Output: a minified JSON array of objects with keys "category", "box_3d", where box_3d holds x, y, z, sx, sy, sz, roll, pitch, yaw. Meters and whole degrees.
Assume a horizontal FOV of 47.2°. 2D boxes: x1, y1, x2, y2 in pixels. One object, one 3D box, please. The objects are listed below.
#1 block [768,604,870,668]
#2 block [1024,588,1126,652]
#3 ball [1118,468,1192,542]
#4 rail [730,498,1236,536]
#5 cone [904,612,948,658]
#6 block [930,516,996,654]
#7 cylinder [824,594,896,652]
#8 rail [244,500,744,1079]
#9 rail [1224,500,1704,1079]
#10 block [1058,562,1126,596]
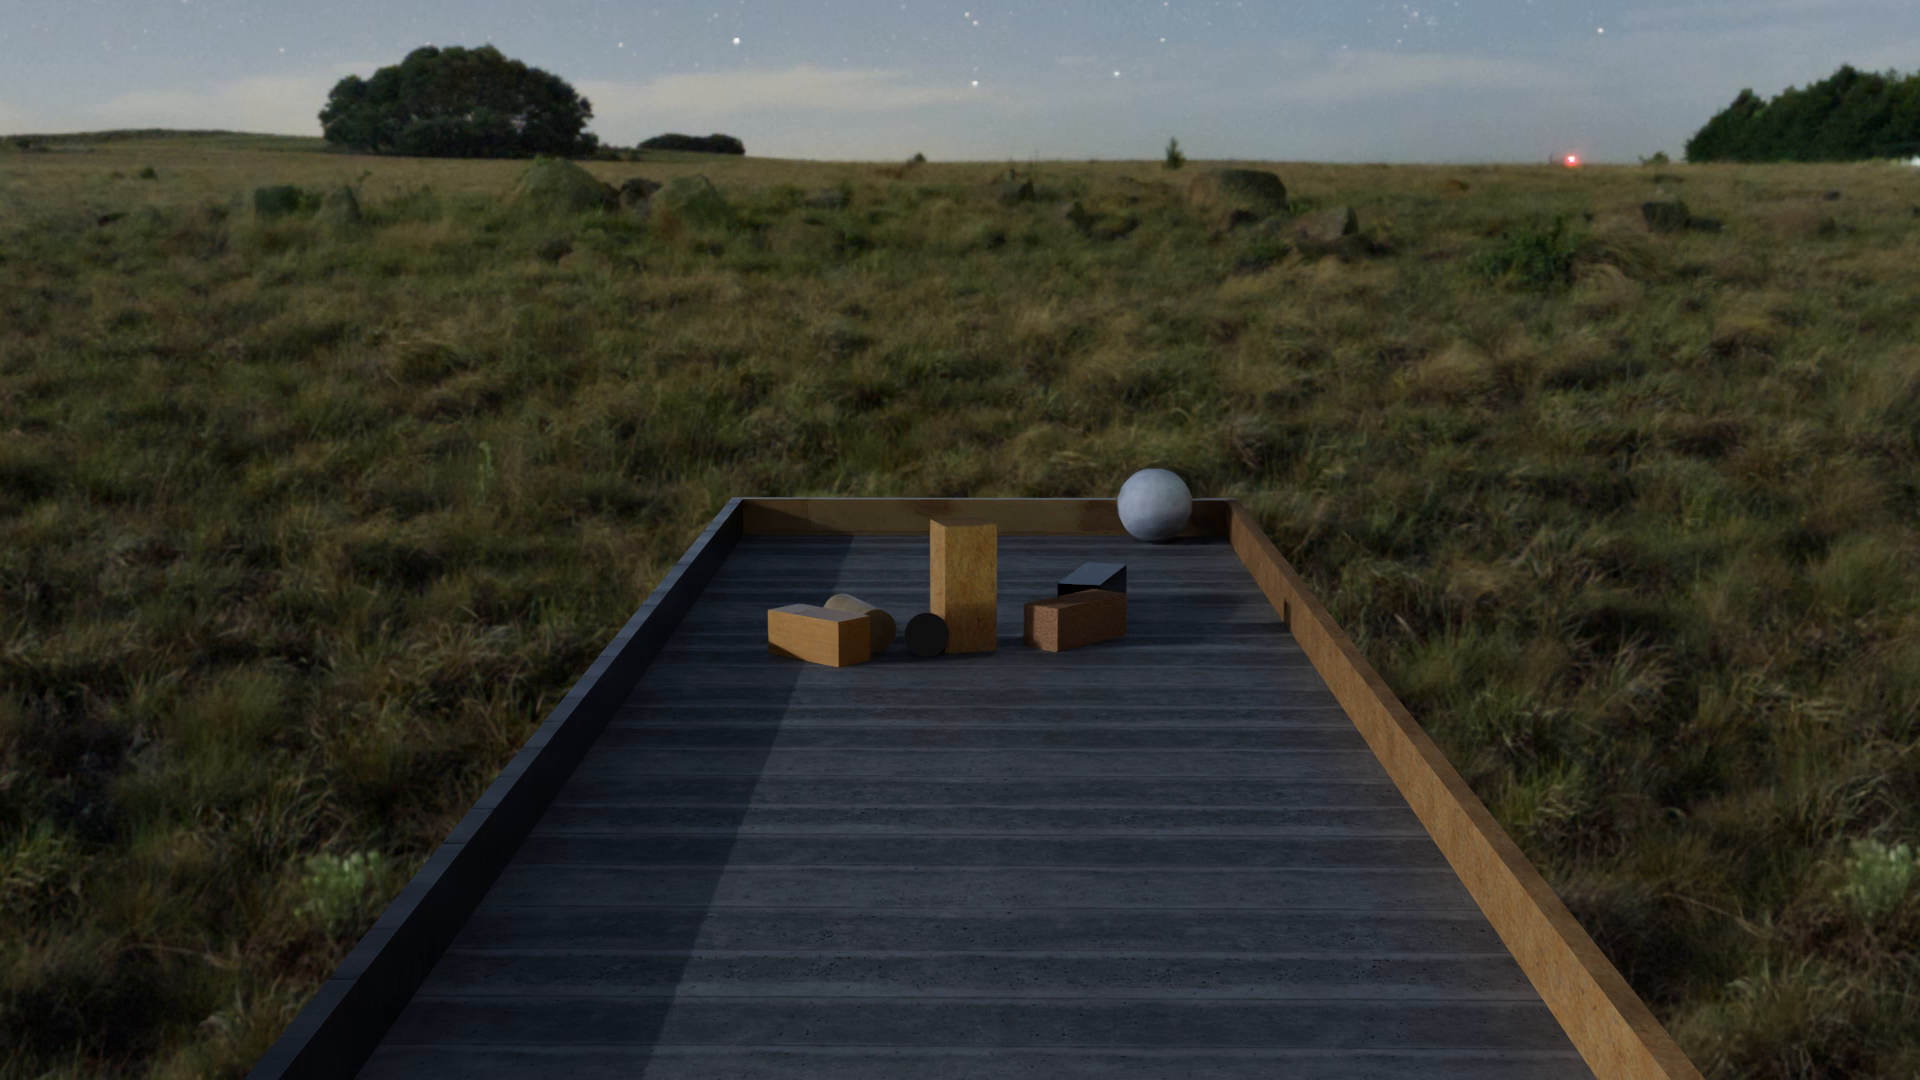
[{"category":"block","box_3d":[-0.432,0.290,6.736,0.302,0.138,0.138,8,12,41]},{"category":"block","box_3d":[0.367,0.253,6.981,0.136,0.136,0.354,8,12,41]},{"category":"ball","box_3d":[0.791,-0.142,8.930,0.304,0.304,0.304,0,9,0]},{"category":"rail","box_3d":[0.099,-0.098,9.147,2.100,0.150,0.050,0,9,1]},{"category":"cone","box_3d":[-0.136,0.294,6.938,0.136,0.136,0.402,-2,-1,-10]},{"category":"block","box_3d":[0.010,0.139,6.865,0.167,0.396,0.167,-3,10,-17]},{"category":"cylinder","box_3d":[-0.320,0.260,6.939,0.134,0.134,0.303,-4,10,-23]},{"category":"rail","box_3d":[-1.004,0.839,3.234,0.050,0.150,12.000,0,9,1]},{"category":"rail","box_3d":[1.046,0.843,3.208,0.050,0.150,12.000,0,9,1]},{"category":"block","box_3d":[0.447,0.182,7.408,0.141,0.141,0.431,3,9,16]}]
